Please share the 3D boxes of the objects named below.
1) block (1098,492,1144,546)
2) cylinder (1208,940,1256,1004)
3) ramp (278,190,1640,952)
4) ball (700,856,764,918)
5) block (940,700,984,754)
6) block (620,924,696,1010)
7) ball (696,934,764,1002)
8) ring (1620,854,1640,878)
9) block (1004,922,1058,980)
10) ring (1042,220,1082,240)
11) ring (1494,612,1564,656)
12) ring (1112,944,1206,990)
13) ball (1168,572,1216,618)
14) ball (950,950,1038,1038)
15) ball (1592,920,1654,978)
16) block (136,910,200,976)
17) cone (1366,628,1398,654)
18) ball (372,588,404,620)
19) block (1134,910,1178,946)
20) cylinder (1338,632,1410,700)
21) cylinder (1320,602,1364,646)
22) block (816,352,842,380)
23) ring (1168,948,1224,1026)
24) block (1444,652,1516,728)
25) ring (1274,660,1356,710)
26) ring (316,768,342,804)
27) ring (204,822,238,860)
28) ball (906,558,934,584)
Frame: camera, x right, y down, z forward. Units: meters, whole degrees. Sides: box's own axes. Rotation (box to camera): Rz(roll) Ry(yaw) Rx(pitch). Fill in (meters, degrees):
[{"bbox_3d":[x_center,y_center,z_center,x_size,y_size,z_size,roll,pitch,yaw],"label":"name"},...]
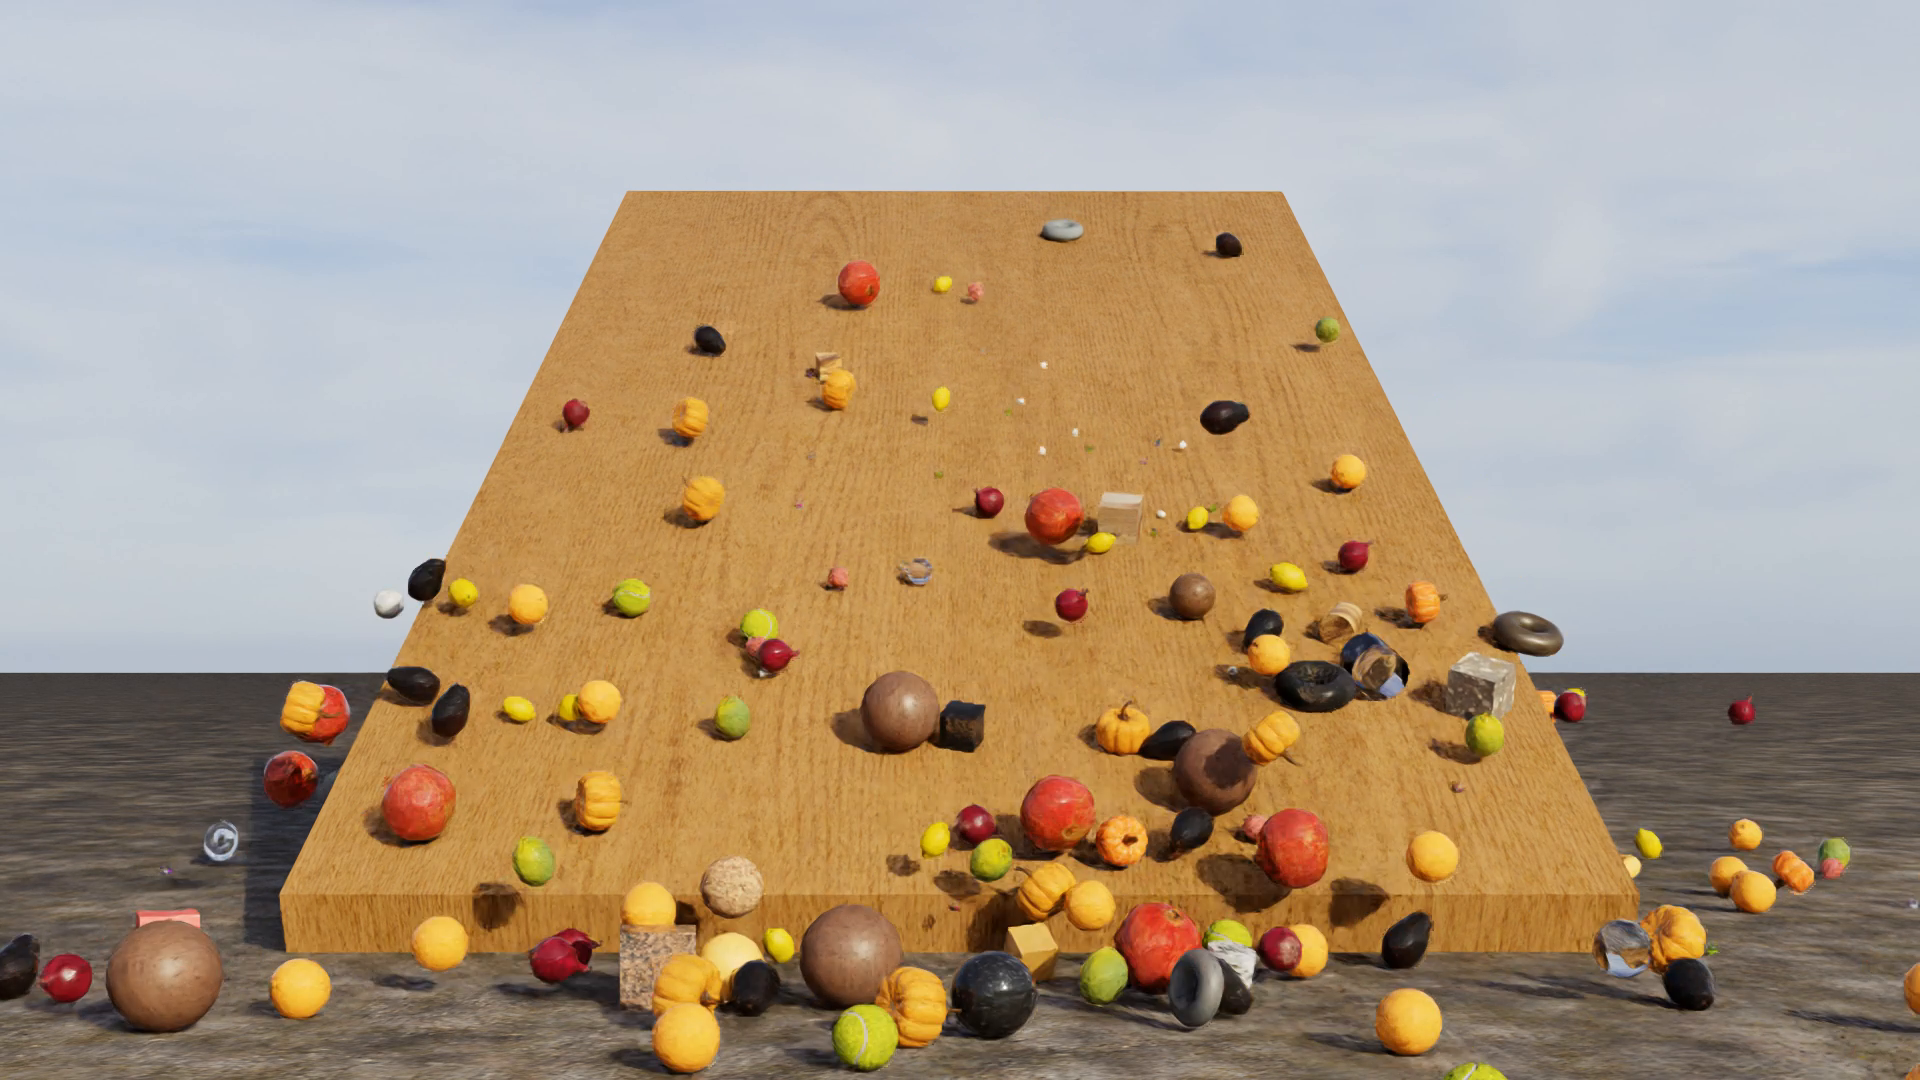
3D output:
[{"bbox_3d":[0.319,-0.042,4.609,0.079,0.079,0.079,5,24,11],"label":"block"},{"bbox_3d":[0.340,0.547,2.936,0.062,0.062,0.062,9,7,-1],"label":"cylinder"},{"bbox_3d":[-0.008,-0.227,5.259,2.000,0.100,4.000,0,23,0],"label":"ramp"},{"bbox_3d":[-0.318,0.484,3.233,0.088,0.088,0.088,0,-3,0],"label":"ball"},{"bbox_3d":[0.003,0.308,3.822,0.060,0.060,0.060,7,24,16],"label":"block"},{"bbox_3d":[-0.381,0.537,2.919,0.094,0.094,0.094,0,-3,-8],"label":"block"},{"bbox_3d":[-0.289,0.538,2.916,0.086,0.086,0.086,0,-3,0],"label":"ball"},{"bbox_3d":[1.159,0.587,4.127,0.105,0.035,0.105,-13,2,1],"label":"ring"},{"bbox_3d":[0.094,0.556,3.116,0.053,0.053,0.053,-4,33,-21],"label":"block"},{"bbox_3d":[0.292,-0.883,6.604,0.118,0.039,0.118,-1,24,0],"label":"ring"},{"bbox_3d":[1.025,0.169,4.183,0.129,0.043,0.129,10,23,-4],"label":"ring"},{"bbox_3d":[0.275,0.569,3.087,0.147,0.049,0.147,-1,-3,0],"label":"ring"},{"bbox_3d":[0.428,0.103,4.266,0.086,0.086,0.086,0,-3,0],"label":"ball"},{"bbox_3d":[0.039,0.520,2.652,0.099,0.099,0.099,0,-3,0],"label":"ball"},{"bbox_3d":[0.832,0.513,2.908,0.073,0.073,0.073,0,-3,0],"label":"ball"},{"bbox_3d":[-1.107,0.562,3.239,0.080,0.080,0.080,1,-3,-22],"label":"block"},{"bbox_3d":[0.727,0.182,4.077,0.069,0.069,0.069,-19,25,9],"label":"cone"},{"bbox_3d":[-1.098,0.122,4.452,0.060,0.060,0.060,0,-3,0],"label":"ball"},{"bbox_3d":[0.273,0.557,3.222,0.060,0.060,0.060,2,-40,4],"label":"block"},{"bbox_3d":[0.714,0.218,3.997,0.088,0.088,0.088,2,28,-27],"label":"cylinder"},{"bbox_3d":[0.690,0.152,4.183,0.063,0.063,0.063,-2,20,29],"label":"cylinder"},{"bbox_3d":[-0.312,-0.413,5.499,0.051,0.051,0.051,-6,24,-13],"label":"block"},{"bbox_3d":[0.274,0.521,2.697,0.030,0.091,0.091,14,-9,-25],"label":"ring"},{"bbox_3d":[0.882,0.252,3.924,0.084,0.084,0.084,17,28,33],"label":"block"},{"bbox_3d":[0.610,0.250,3.978,0.139,0.046,0.139,1,23,0],"label":"ring"},{"bbox_3d":[-1.154,0.460,4.346,0.110,0.037,0.110,-28,-23,-13],"label":"ring"},{"bbox_3d":[-1.617,0.659,5.069,0.087,0.087,0.029,-1,-17,24],"label":"ring"},{"bbox_3d":[-0.076,0.060,4.406,0.050,0.050,0.050,0,-3,0],"label":"ball"}]
